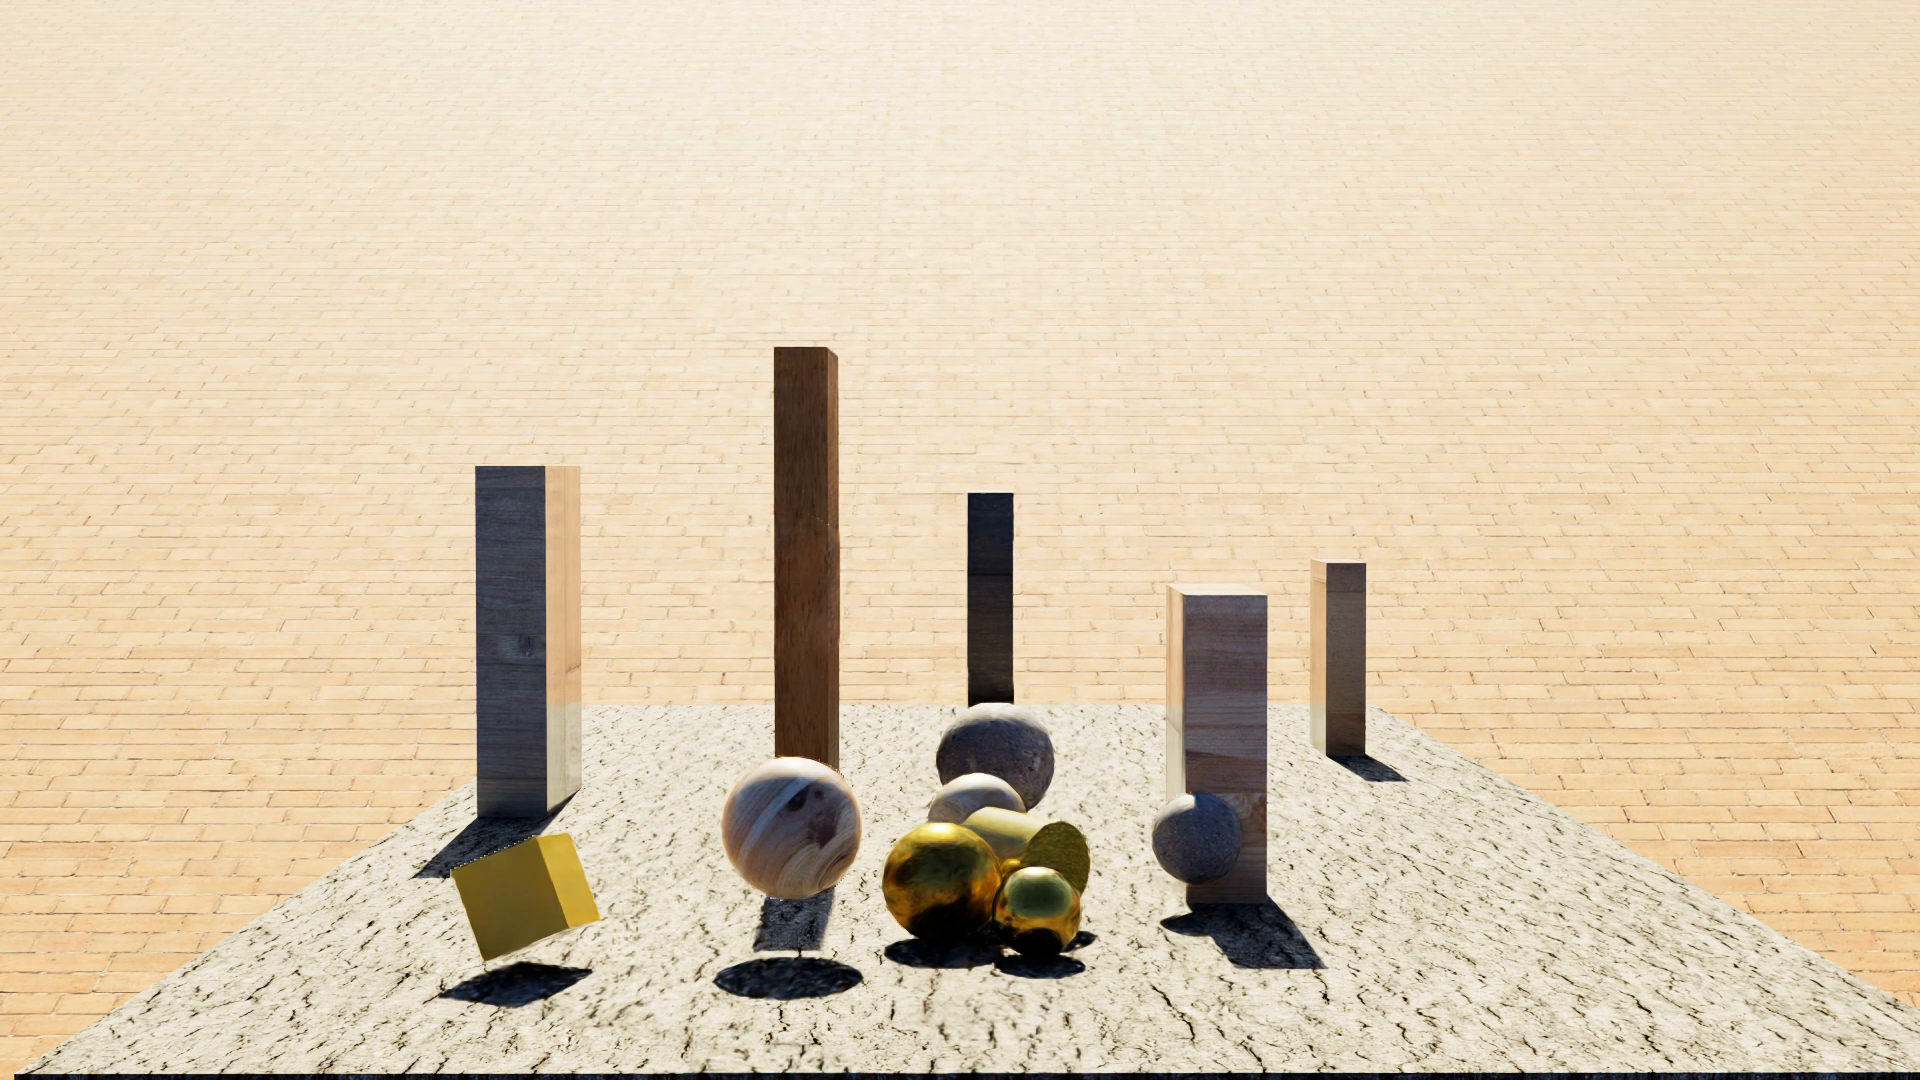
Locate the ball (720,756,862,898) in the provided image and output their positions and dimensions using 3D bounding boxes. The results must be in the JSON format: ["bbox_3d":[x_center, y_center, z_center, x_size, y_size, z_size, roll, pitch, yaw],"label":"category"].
[{"bbox_3d":[-0.209,0.357,3.206,0.175,0.175,0.175,0,25,0],"label":"ball"}]

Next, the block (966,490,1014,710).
[{"bbox_3d":[0.060,0.176,5.348,0.092,0.553,0.349,0,2,0],"label":"block"}]

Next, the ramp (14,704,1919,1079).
[{"bbox_3d":[0.058,0.524,4.562,2.000,0.100,4.000,0,2,0],"label":"ramp"}]

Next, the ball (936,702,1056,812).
[{"bbox_3d":[0.061,0.377,4.395,0.203,0.203,0.203,0,25,0],"label":"ball"}]

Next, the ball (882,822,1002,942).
[{"bbox_3d":[-0.023,0.435,3.279,0.152,0.152,0.152,0,25,0],"label":"ball"}]

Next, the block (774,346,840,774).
[{"bbox_3d":[-0.251,0.087,4.259,0.085,0.792,0.382,0,2,0],"label":"block"}]

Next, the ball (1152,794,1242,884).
[{"bbox_3d":[0.321,0.405,3.494,0.122,0.122,0.122,0,25,0],"label":"ball"}]

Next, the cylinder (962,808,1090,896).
[{"bbox_3d":[0.079,0.426,3.399,0.130,0.130,0.130,-23,19,-39],"label":"cylinder"}]

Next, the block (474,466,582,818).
[{"bbox_3d":[-0.773,0.169,4.645,0.122,0.606,0.412,0,2,0],"label":"block"}]

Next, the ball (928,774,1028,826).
[{"bbox_3d":[0.026,0.420,3.808,0.150,0.150,0.150,0,25,0],"label":"ball"}]

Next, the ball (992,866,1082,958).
[{"bbox_3d":[0.095,0.457,3.173,0.111,0.111,0.111,0,25,0],"label":"ball"}]

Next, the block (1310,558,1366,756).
[{"bbox_3d":[0.805,0.246,5.498,0.084,0.404,0.243,0,2,0],"label":"block"}]

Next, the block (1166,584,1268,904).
[{"bbox_3d":[0.367,0.284,3.719,0.113,0.426,0.333,0,2,0],"label":"block"}]

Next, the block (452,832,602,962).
[{"bbox_3d":[-0.520,0.428,3.101,0.114,0.114,0.114,-23,-8,9],"label":"block"}]
